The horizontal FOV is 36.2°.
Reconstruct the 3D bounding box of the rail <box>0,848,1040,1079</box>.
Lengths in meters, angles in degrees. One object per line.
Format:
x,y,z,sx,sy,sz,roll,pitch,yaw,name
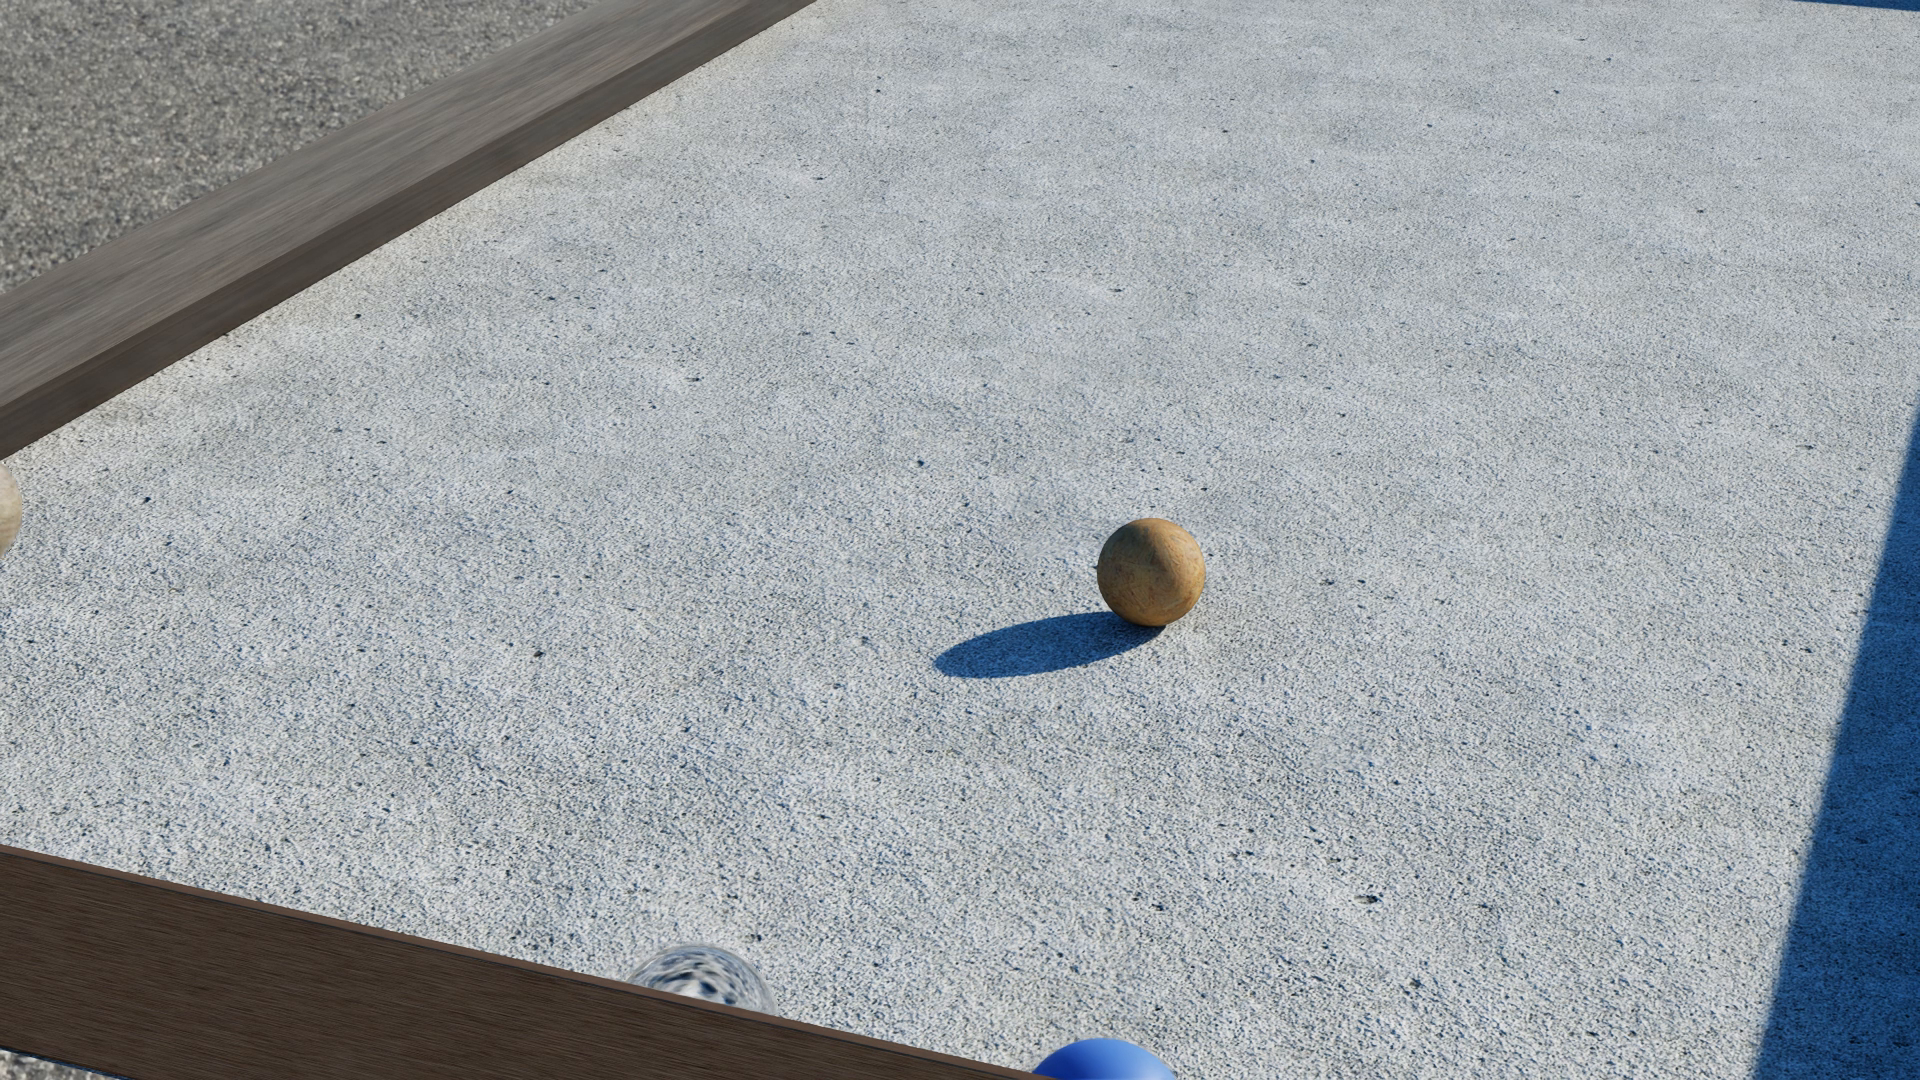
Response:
-0.235,0.225,1.368,1.464,0.117,0.045,9,26,19,rail

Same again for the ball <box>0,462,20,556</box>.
-0.669,-0.020,1.948,0.090,0.090,0.090,0,24,0,ball

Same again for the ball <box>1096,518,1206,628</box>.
0.122,0.021,1.882,0.070,0.070,0.070,0,24,0,ball

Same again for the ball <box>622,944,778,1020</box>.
-0.126,0.232,1.402,0.079,0.079,0.079,0,24,0,ball

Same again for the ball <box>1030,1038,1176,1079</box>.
0.064,0.265,1.328,0.080,0.080,0.080,0,24,0,ball

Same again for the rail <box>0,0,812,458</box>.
-0.417,-0.386,2.724,0.045,0.117,2.690,9,26,19,rail
